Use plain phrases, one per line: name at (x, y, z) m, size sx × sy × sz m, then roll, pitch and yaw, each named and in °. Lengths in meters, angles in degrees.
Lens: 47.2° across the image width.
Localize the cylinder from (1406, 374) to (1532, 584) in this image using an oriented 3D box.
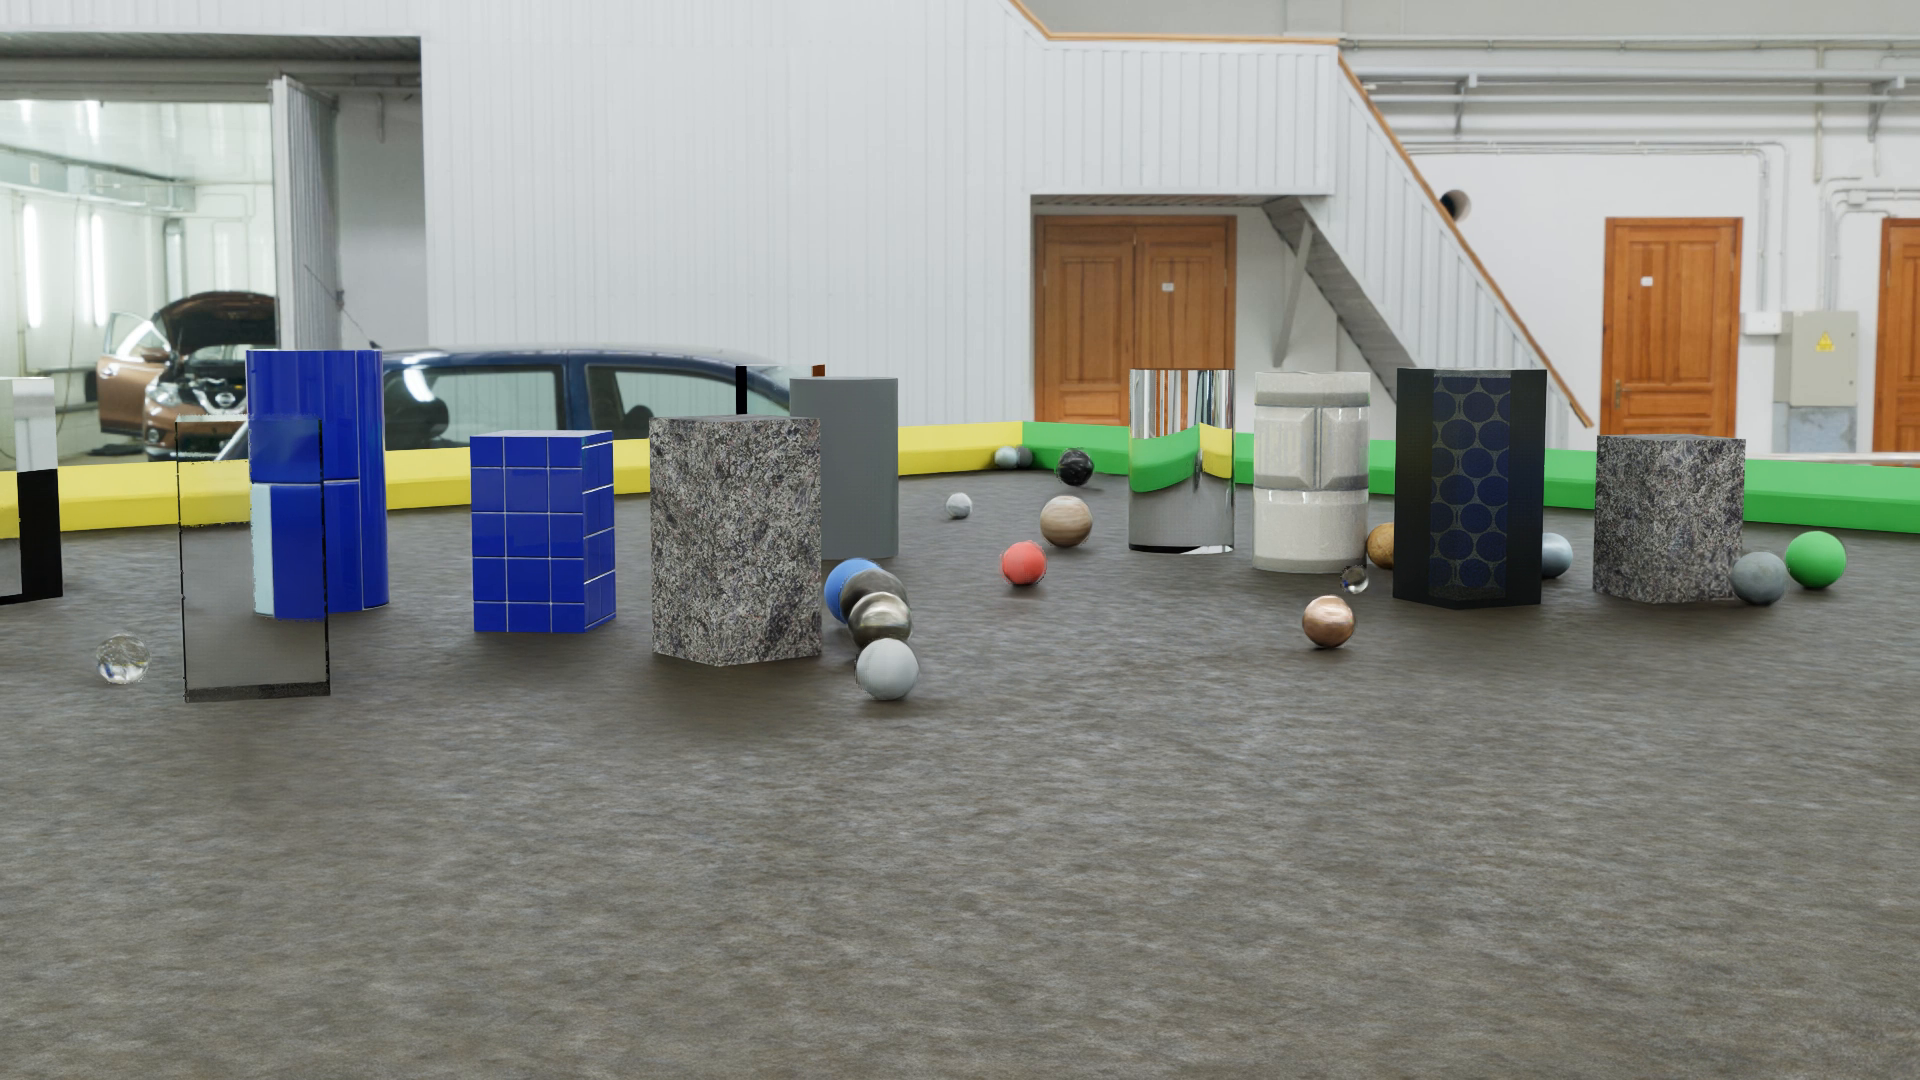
cylinder at (0.851, -0.107, 3.685) m, size 0.199 × 0.338 × 0.199 m, roll 0°, pitch 6°, yaw 0°

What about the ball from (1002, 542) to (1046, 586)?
ball at (0.103, 0.038, 3.581) m, size 0.070 × 0.070 × 0.070 m, roll 0°, pitch 6°, yaw 0°

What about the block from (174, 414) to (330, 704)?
block at (-0.832, 0.016, 2.587) m, size 0.159 × 0.320 × 0.159 m, roll -2°, pitch 6°, yaw -18°

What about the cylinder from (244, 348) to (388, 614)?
cylinder at (-0.969, -0.094, 3.321) m, size 0.199 × 0.386 × 0.199 m, roll 0°, pitch 6°, yaw 0°

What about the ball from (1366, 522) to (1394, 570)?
ball at (0.741, 0.011, 3.784) m, size 0.082 × 0.082 × 0.082 m, roll 0°, pitch 6°, yaw 0°

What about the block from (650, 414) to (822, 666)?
block at (-0.292, -0.005, 2.855) m, size 0.159 × 0.307 × 0.159 m, roll -5°, pitch 8°, yaw -39°

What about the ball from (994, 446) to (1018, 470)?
ball at (0.129, -0.229, 6.153) m, size 0.069 × 0.069 × 0.069 m, roll 0°, pitch 6°, yaw 0°

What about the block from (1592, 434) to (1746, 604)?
block at (1.108, -0.037, 3.441) m, size 0.159 × 0.248 × 0.159 m, roll -2°, pitch 6°, yaw -17°

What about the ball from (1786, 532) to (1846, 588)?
ball at (1.376, 0.032, 3.536) m, size 0.092 × 0.092 × 0.092 m, roll 0°, pitch 6°, yaw 0°

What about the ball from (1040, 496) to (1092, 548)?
ball at (0.199, -0.035, 4.143) m, size 0.099 × 0.099 × 0.099 m, roll 0°, pitch 6°, yaw 0°

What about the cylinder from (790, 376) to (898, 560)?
cylinder at (-0.212, -0.135, 4.027) m, size 0.199 × 0.322 × 0.199 m, roll 0°, pitch 6°, yaw 0°

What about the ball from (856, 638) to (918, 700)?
ball at (-0.084, 0.148, 2.524) m, size 0.071 × 0.071 × 0.071 m, roll 0°, pitch 6°, yaw 0°

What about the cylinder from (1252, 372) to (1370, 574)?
cylinder at (0.610, -0.121, 3.821) m, size 0.199 × 0.338 × 0.199 m, roll 0°, pitch 6°, yaw 0°

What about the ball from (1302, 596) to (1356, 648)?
ball at (0.489, 0.108, 2.911) m, size 0.069 × 0.069 × 0.069 m, roll 0°, pitch 6°, yaw 0°

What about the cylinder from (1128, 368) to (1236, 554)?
cylinder at (0.416, -0.152, 4.122) m, size 0.199 × 0.336 × 0.199 m, roll 0°, pitch 6°, yaw 0°

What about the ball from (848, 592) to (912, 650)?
ball at (-0.103, 0.109, 2.840) m, size 0.084 × 0.084 × 0.084 m, roll 0°, pitch 6°, yaw 0°

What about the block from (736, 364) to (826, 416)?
block at (-0.376, -0.203, 4.640) m, size 0.159 × 0.331 × 0.159 m, roll 1°, pitch 6°, yaw 7°

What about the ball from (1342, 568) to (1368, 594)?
ball at (0.624, 0.064, 3.476) m, size 0.042 × 0.042 × 0.042 m, roll 0°, pitch 6°, yaw 0°

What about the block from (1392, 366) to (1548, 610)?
block at (0.779, -0.084, 3.368) m, size 0.159 × 0.357 × 0.159 m, roll -3°, pitch 7°, yaw -24°

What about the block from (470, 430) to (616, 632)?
block at (-0.590, -0.015, 3.122) m, size 0.159 × 0.272 × 0.159 m, roll 1°, pitch 6°, yaw 7°

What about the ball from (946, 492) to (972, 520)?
ball at (-0.001, -0.073, 4.716) m, size 0.056 × 0.056 × 0.056 m, roll 0°, pitch 6°, yaw 0°

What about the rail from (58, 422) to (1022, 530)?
rail at (-1.384, -0.122, 4.823) m, size 4.296 × 0.129 × 0.045 m, roll -5°, pitch 8°, yaw -42°

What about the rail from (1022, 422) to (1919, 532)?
rail at (1.561, -0.116, 4.765) m, size 0.045 × 0.129 × 4.128 m, roll -5°, pitch 8°, yaw -42°

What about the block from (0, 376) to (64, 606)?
block at (-1.507, -0.077, 3.382) m, size 0.159 × 0.341 × 0.159 m, roll 3°, pitch 7°, yaw 25°

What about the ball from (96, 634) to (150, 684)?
ball at (-1.001, 0.142, 2.630) m, size 0.061 × 0.061 × 0.061 m, roll 0°, pitch 6°, yaw 0°

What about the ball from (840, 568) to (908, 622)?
ball at (-0.118, 0.085, 3.020) m, size 0.092 × 0.092 × 0.092 m, roll 0°, pitch 6°, yaw 0°

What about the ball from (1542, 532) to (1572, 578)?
ball at (0.986, 0.026, 3.679) m, size 0.075 × 0.075 × 0.075 m, roll 0°, pitch 6°, yaw 0°

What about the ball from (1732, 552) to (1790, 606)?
ball at (1.211, 0.058, 3.327) m, size 0.083 × 0.083 × 0.083 m, roll 0°, pitch 6°, yaw 0°

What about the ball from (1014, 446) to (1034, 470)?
ball at (0.175, -0.232, 6.202) m, size 0.064 × 0.064 × 0.064 m, roll 0°, pitch 6°, yaw 0°

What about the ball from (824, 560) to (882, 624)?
ball at (-0.144, 0.075, 3.110) m, size 0.095 × 0.095 × 0.095 m, roll 0°, pitch 6°, yaw 0°

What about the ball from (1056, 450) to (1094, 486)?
ball at (0.293, -0.184, 5.600) m, size 0.094 × 0.094 × 0.094 m, roll 0°, pitch 6°, yaw 0°
